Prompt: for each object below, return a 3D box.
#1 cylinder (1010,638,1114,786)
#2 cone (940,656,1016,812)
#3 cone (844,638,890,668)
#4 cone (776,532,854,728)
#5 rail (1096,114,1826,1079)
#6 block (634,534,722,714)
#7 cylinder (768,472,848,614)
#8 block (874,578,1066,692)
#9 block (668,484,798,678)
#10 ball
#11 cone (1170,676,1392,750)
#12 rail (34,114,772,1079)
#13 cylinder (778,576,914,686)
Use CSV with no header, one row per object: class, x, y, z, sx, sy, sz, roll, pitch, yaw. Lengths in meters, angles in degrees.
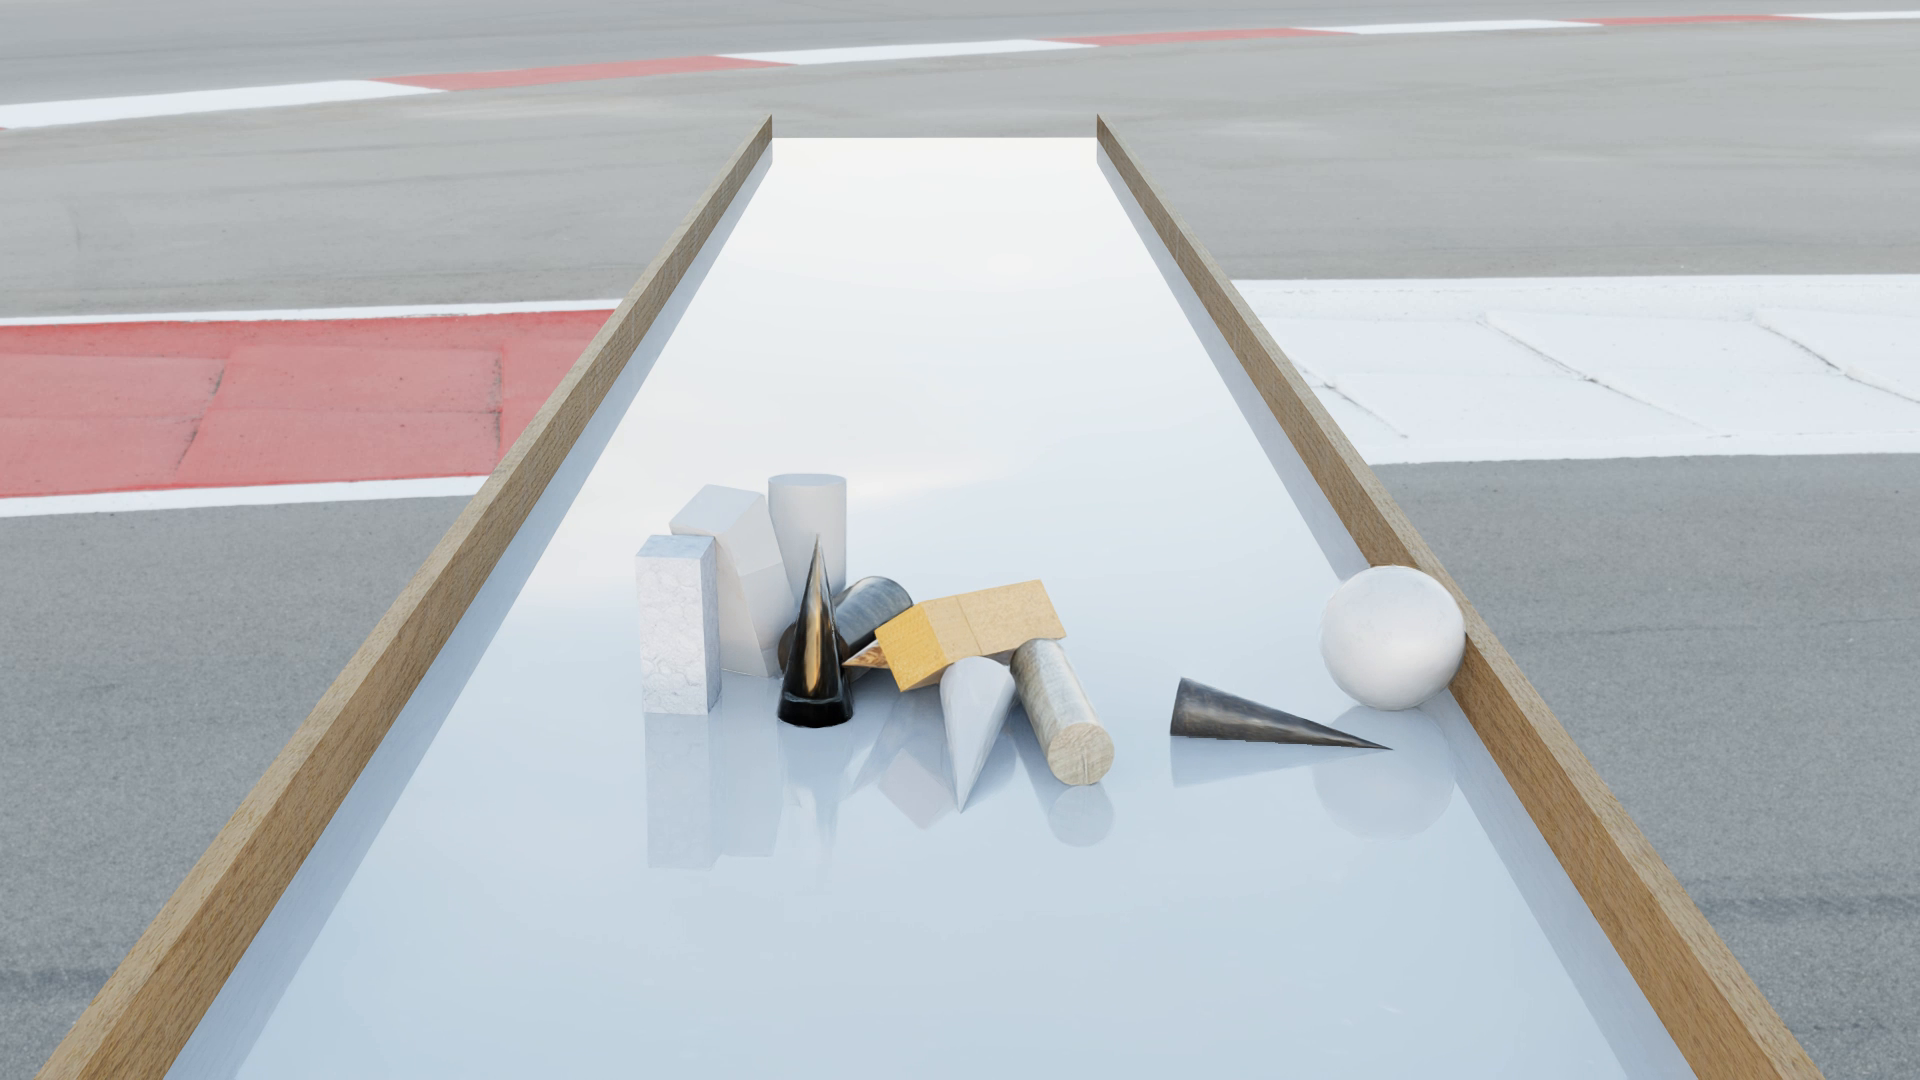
cylinder,0.181,0.305,3.996,0.117,0.117,0.450,-2,17,-7
cone,0.016,0.369,3.865,0.141,0.141,0.418,1,26,4
cone,-0.135,0.211,4.167,0.133,0.133,0.383,8,8,25
cone,-0.266,0.153,4.074,0.145,0.359,0.145,2,17,-1
rail,0.932,-0.844,7.801,0.050,0.150,12.000,0,17,-1
block,-0.528,0.159,4.135,0.122,0.312,0.122,2,20,7
cylinder,-0.312,0.041,4.483,0.161,0.332,0.161,1,11,0
block,0.025,0.179,4.220,0.126,0.126,0.396,-32,-14,34
block,-0.433,0.081,4.289,0.134,0.354,0.134,9,40,29
ball,0.811,0.183,4.134,0.272,0.272,0.272,0,17,0
cone,0.588,0.339,3.990,0.400,0.109,0.109,11,18,9
rail,-1.118,-0.838,7.780,0.050,0.150,12.000,0,17,-1
cylinder,-0.219,0.187,4.319,0.159,0.159,0.300,7,18,22
